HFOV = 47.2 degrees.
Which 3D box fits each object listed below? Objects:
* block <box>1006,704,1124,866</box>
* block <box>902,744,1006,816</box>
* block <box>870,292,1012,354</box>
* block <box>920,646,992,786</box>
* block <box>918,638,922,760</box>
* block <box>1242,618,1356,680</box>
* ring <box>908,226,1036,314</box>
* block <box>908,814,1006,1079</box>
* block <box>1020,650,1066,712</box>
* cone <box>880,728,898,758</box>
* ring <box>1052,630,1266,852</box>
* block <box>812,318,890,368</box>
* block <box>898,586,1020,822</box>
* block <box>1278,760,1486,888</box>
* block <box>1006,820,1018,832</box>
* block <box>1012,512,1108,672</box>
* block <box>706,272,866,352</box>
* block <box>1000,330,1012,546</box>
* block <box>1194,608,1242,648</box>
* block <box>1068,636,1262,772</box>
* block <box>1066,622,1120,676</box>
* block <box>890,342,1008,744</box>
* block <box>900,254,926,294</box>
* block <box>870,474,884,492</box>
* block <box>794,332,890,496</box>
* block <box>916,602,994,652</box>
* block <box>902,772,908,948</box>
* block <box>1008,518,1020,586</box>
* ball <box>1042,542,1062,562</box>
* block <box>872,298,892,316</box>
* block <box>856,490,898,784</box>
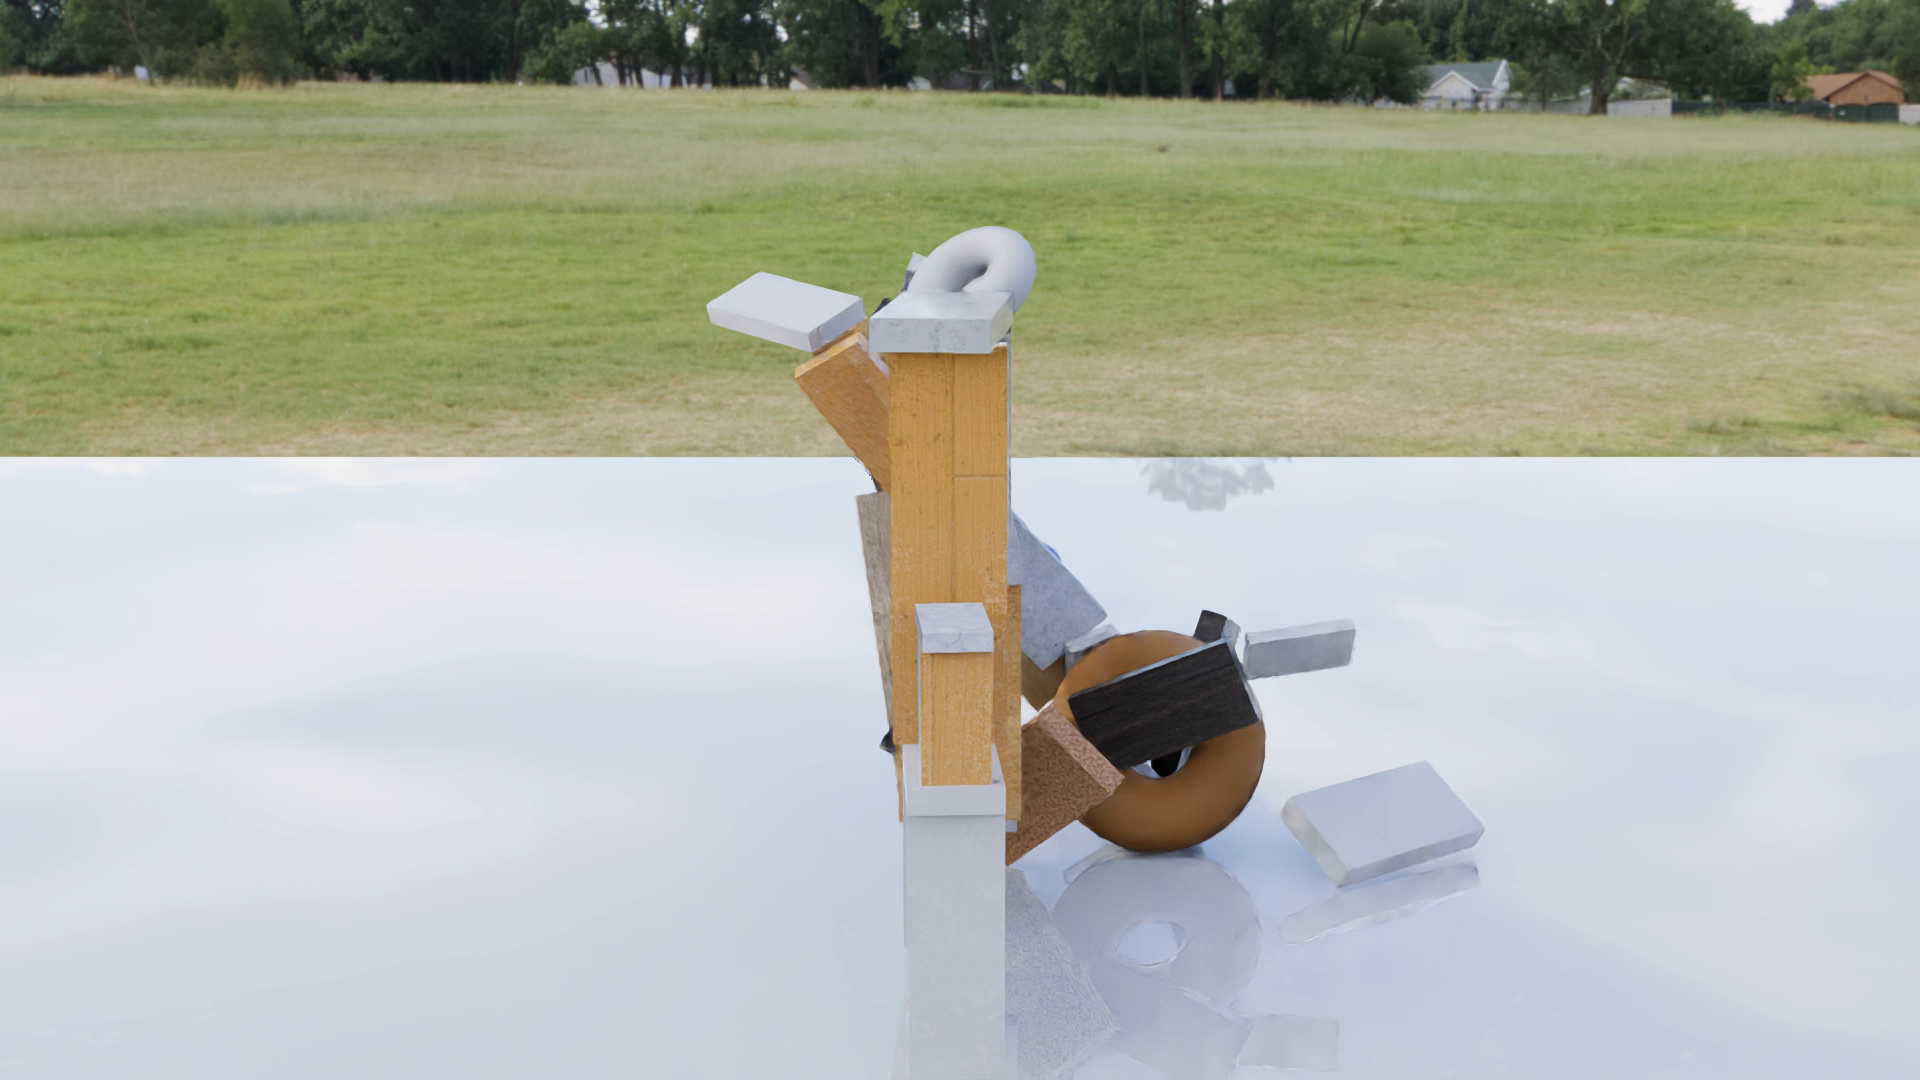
[{"bbox_3d":[0.116,0.415,3.690,0.048,0.170,0.339,-46,1,-41],"label":"block"},{"bbox_3d":[-0.011,0.309,2.904,0.125,0.035,0.250,-1,10,-3],"label":"block"},{"bbox_3d":[-0.021,-0.294,2.956,0.155,0.044,0.310,1,13,6],"label":"block"},{"bbox_3d":[-0.005,0.222,2.787,0.089,0.177,0.025,-1,10,-3],"label":"block"},{"bbox_3d":[-0.011,0.201,2.903,0.089,0.177,0.025,-1,10,-6],"label":"block"},{"bbox_3d":[0.589,0.190,3.830,0.190,0.095,0.027,-8,45,-8],"label":"block"},{"bbox_3d":[0.015,-0.370,3.187,0.208,0.069,0.208,-21,41,20],"label":"ring"},{"bbox_3d":[-0.005,0.538,2.858,0.125,0.398,0.035,0,10,0],"label":"block"},{"bbox_3d":[0.095,0.140,4.007,0.160,0.320,0.045,-42,12,-5],"label":"block"},{"bbox_3d":[-0.021,0.332,3.348,0.146,0.146,0.146,-13,60,-51],"label":"cone"},{"bbox_3d":[0.347,0.356,3.897,0.394,0.394,0.131,-1,-6,-4],"label":"ring"},{"bbox_3d":[-0.159,-0.283,3.510,0.115,0.033,0.230,3,-27,30],"label":"block"},{"bbox_3d":[-0.002,0.230,3.211,0.179,0.358,0.051,-1,11,-1],"label":"block"},{"bbox_3d":[0.733,0.489,3.810,0.339,0.048,0.170,-9,46,-35],"label":"block"},{"bbox_3d":[-0.003,0.235,3.457,0.179,0.453,0.051,-1,10,-1],"label":"block"},{"bbox_3d":[0.066,0.036,3.875,0.155,0.430,0.044,-41,23,8],"label":"block"},{"bbox_3d":[-0.263,-0.345,3.313,0.230,0.033,0.115,19,45,41],"label":"block"},{"bbox_3d":[-0.006,-0.144,3.108,0.155,0.310,0.044,-1,18,-1],"label":"block"},{"bbox_3d":[0.442,0.309,4.148,0.048,0.339,0.170,18,-4,19],"label":"block"},{"bbox_3d":[0.348,0.286,3.751,0.295,0.148,0.042,-22,5,17],"label":"block"},{"bbox_3d":[0.240,0.237,3.994,0.095,0.190,0.027,-23,52,-16],"label":"block"},{"bbox_3d":[-0.015,0.007,2.951,0.155,0.541,0.044,0,11,-1],"label":"block"},{"bbox_3d":[-0.039,-0.325,3.665,0.155,0.310,0.044,19,48,2],"label":"block"},{"bbox_3d":[-0.057,-0.059,3.708,0.148,0.295,0.042,3,40,25],"label":"block"},{"bbox_3d":[-0.114,-0.169,3.280,0.115,0.291,0.033,-28,29,20],"label":"block"},{"bbox_3d":[-0.009,0.112,2.827,0.089,0.025,0.177,-1,10,-4],"label":"block"},{"bbox_3d":[-0.016,0.434,3.014,0.125,0.250,0.035,0,10,-1],"label":"block"},{"bbox_3d":[-0.006,0.007,3.293,0.179,0.051,0.358,-1,11,-1],"label":"block"},{"bbox_3d":[0.203,0.079,5.999,0.154,0.154,0.154,0,11,0],"label":"ball"},{"bbox_3d":[-0.055,-0.246,3.603,0.155,0.310,0.044,17,50,17],"label":"block"},{"bbox_3d":[-0.058,0.175,3.595,0.148,0.522,0.042,-9,-2,14],"label":"block"}]
